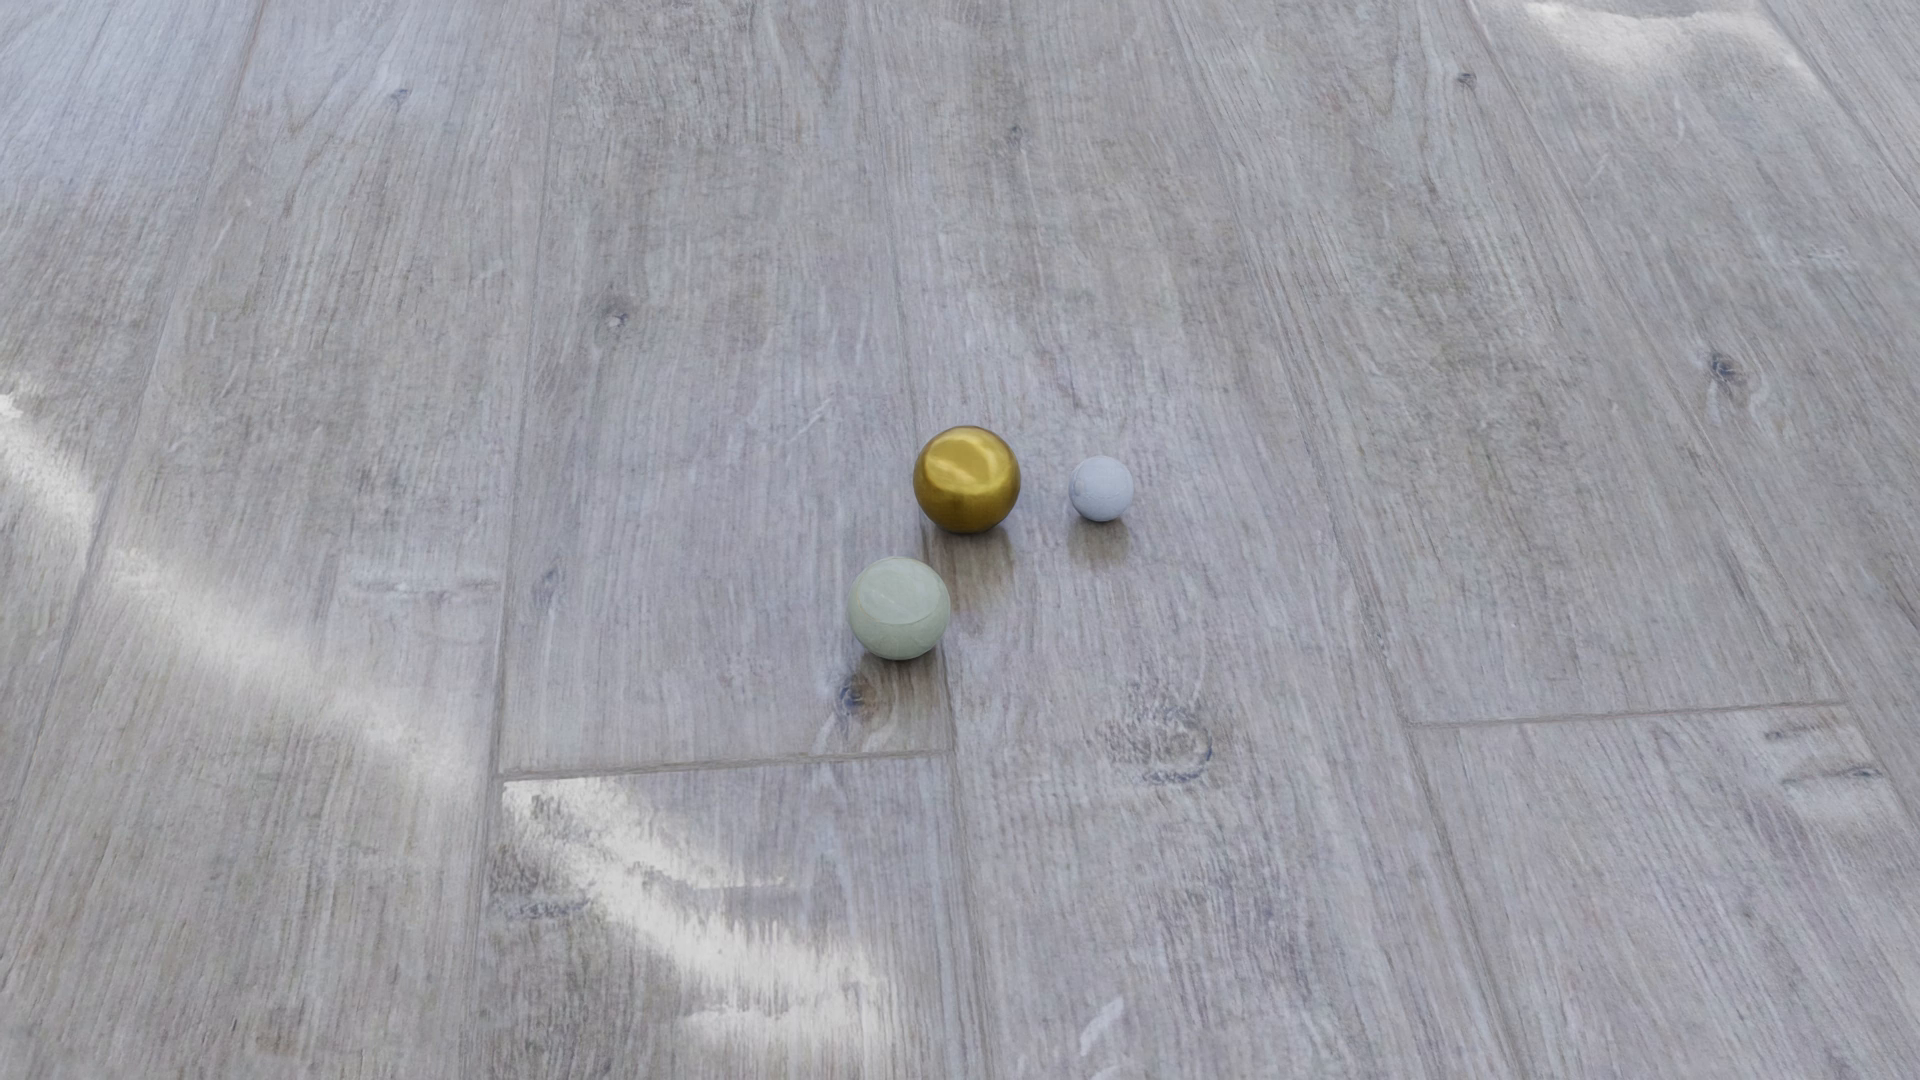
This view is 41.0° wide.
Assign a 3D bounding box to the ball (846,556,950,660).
[{"bbox_3d":[-0.035,0.039,1.450,0.059,0.059,0.059,0,37,0],"label":"ball"}]

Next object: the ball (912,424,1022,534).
[{"bbox_3d":[0.004,-0.036,1.544,0.066,0.066,0.066,0,37,0],"label":"ball"}]

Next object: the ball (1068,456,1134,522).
[{"bbox_3d":[0.086,-0.031,1.558,0.040,0.040,0.040,0,37,0],"label":"ball"}]
